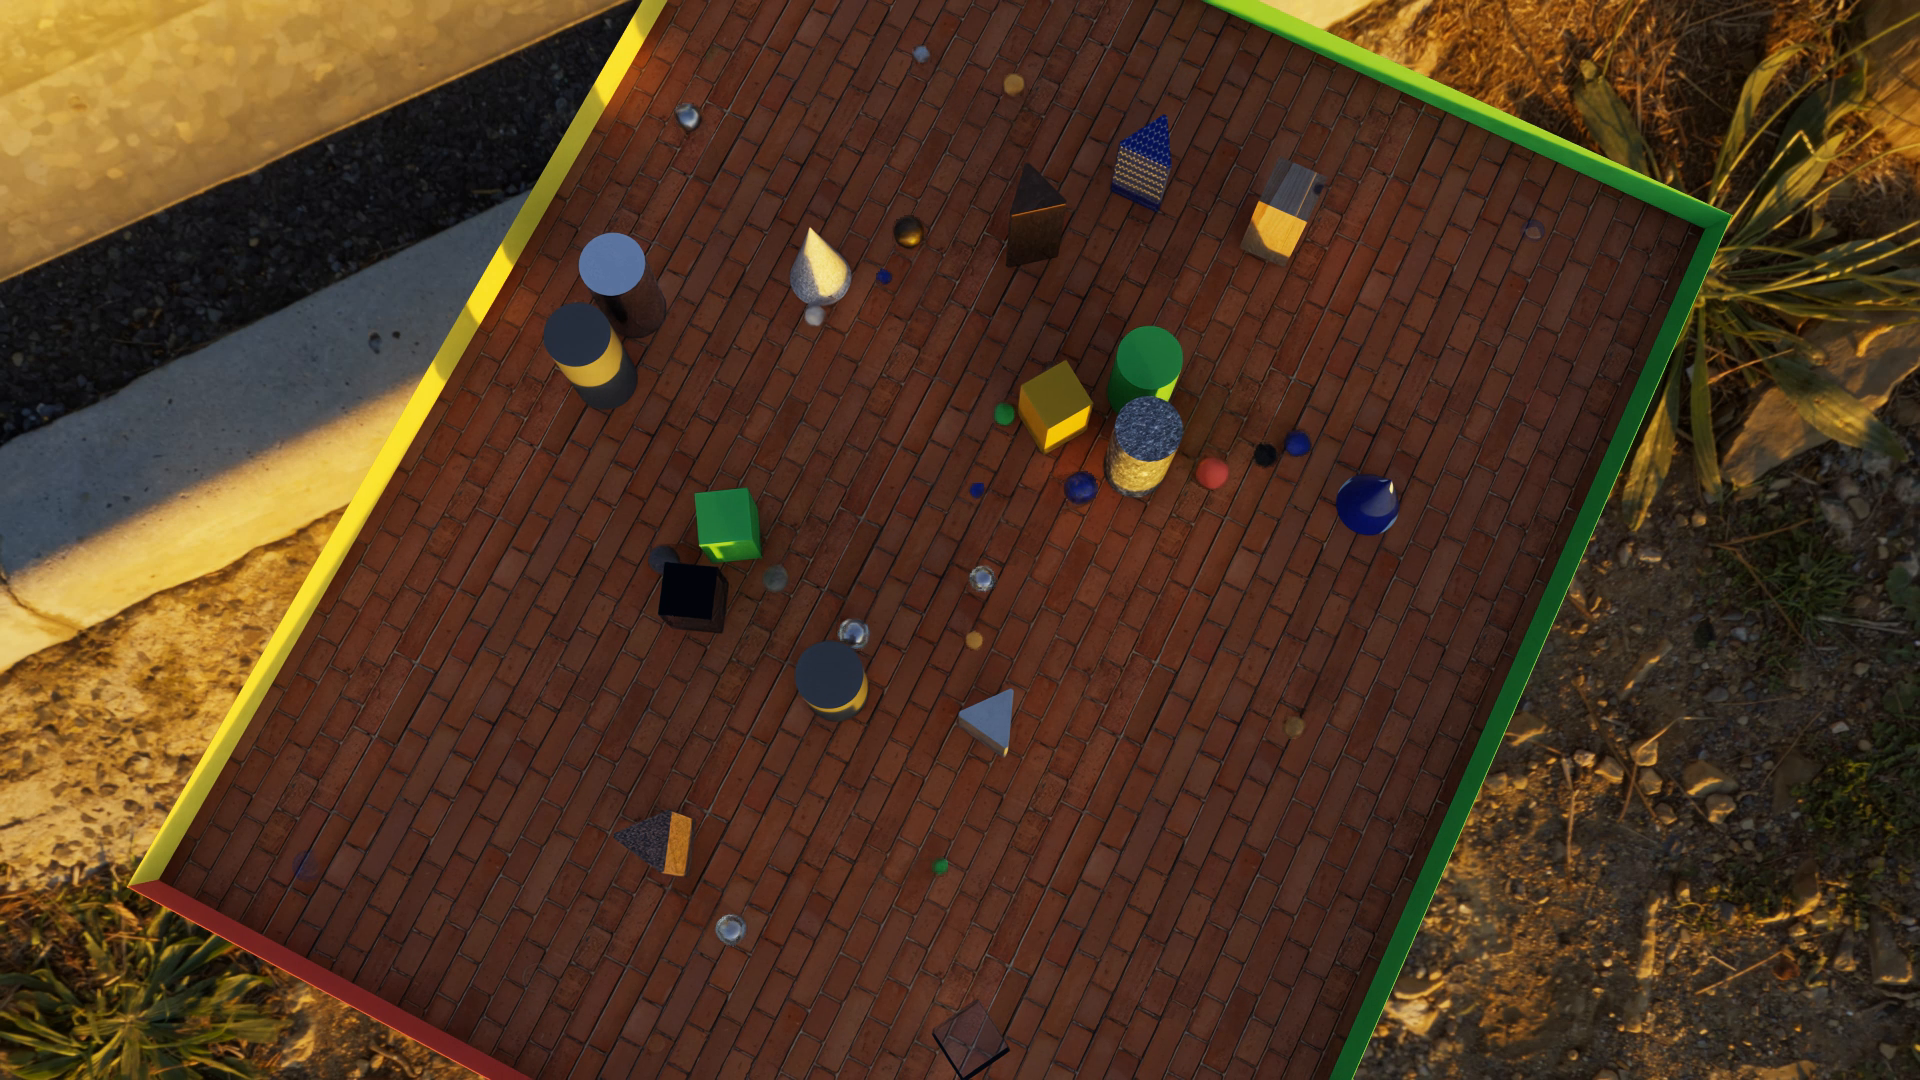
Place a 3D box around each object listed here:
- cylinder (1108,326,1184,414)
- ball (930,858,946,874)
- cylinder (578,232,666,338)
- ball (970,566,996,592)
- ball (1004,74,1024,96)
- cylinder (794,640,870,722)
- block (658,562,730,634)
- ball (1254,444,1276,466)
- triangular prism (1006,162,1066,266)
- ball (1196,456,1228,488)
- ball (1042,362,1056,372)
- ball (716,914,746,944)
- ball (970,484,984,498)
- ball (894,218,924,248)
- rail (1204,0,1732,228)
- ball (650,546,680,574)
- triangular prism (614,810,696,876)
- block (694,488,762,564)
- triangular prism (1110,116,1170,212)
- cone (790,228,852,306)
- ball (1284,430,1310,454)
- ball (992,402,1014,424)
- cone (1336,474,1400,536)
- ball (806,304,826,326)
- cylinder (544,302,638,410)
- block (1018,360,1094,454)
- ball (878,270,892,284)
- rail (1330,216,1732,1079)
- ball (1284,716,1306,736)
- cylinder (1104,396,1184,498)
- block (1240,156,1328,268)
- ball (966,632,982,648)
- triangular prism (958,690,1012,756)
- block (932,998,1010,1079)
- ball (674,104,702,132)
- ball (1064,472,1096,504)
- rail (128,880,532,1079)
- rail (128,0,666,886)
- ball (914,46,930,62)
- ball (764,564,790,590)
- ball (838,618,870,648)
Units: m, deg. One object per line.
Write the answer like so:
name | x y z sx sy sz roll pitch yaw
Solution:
cylinder | 0.556 -0.497 5.536 0.195 0.359 0.195 0 78 0
ball | -0.063 0.962 5.394 0.046 0.046 0.046 0 78 0
cylinder | -1.020 -0.768 5.569 0.195 0.405 0.195 0 78 0
ball | 0.069 0.117 5.554 0.076 0.076 0.076 0 78 0
ball | 0.174 -1.460 5.884 0.068 0.068 0.068 0 78 0
cylinder | -0.371 0.416 5.358 0.195 0.338 0.195 0 78 0
block | -0.789 0.174 5.446 0.156 0.264 0.156 6 78 1
ball | 0.939 -0.262 5.636 0.069 0.069 0.069 0 78 0
triangular prism | 0.214 -0.996 5.597 0.169 0.443 0.146 -13 79 -3
ball | 0.771 -0.207 5.610 0.096 0.096 0.096 0 78 0
ball | 0.287 -0.515 5.688 0.070 0.070 0.070 0 78 0
ball | -0.668 1.134 5.339 0.084 0.084 0.084 0 78 0
ball | 0.052 -0.150 5.626 0.043 0.043 0.043 0 78 0
ball | -0.160 -0.966 5.767 0.097 0.097 0.097 0 78 0
rail | 0.880 -1.717 5.906 3.378 0.127 0.045 26 80 5
ball | -0.895 0.061 5.559 0.088 0.088 0.088 0 78 0
triangular prism | -0.829 0.840 5.202 0.169 0.471 0.146 35 80 7
block | -0.690 -0.041 5.481 0.156 0.281 0.156 -6 78 -1
triangular prism | 0.587 -1.181 5.681 0.169 0.352 0.146 26 80 5
cone | -0.440 -0.874 5.580 0.195 0.425 0.195 0 78 0
ball | 1.037 -0.300 5.640 0.076 0.076 0.076 0 78 0
ball | 0.136 -0.391 5.663 0.068 0.068 0.068 0 78 0
cone | 1.255 -0.142 5.483 0.195 0.319 0.195 0 78 0
ball | -0.451 -0.703 5.729 0.064 0.064 0.064 0 78 0
cylinder | -1.103 -0.547 5.500 0.195 0.449 0.195 0 78 0
block | 0.286 -0.397 5.541 0.156 0.308 0.156 -30 80 -6
ball | -0.237 -0.826 5.766 0.043 0.043 0.043 0 78 0
rail | 1.490 0.736 5.399 0.045 0.127 3.984 26 80 5
ball | 0.999 0.556 5.469 0.063 0.063 0.063 0 78 0
cylinder | 0.539 -0.271 5.444 0.195 0.449 0.195 0 78 0
block | 0.989 -1.002 5.627 0.156 0.386 0.156 25 79 5
ball | 0.042 0.301 5.528 0.051 0.051 0.051 0 78 0
triangular prism | 0.107 0.513 5.357 0.169 0.300 0.146 35 80 7
block | 0.030 1.413 5.184 0.156 0.274 0.156 -33 80 -6
ball | -0.868 -1.347 5.852 0.085 0.085 0.085 0 78 0
ball | 0.365 -0.158 5.600 0.097 0.097 0.097 0 78 0
rail | -0.880 1.731 5.193 3.378 0.127 0.045 26 80 5
rail | -1.490 -0.723 5.700 0.045 0.127 3.984 26 80 5
ball | -0.123 -1.568 5.914 0.052 0.052 0.052 0 78 0
ball | -0.557 0.114 5.553 0.079 0.079 0.079 0 78 0
ball | -0.319 0.281 5.511 0.092 0.092 0.092 0 78 0
